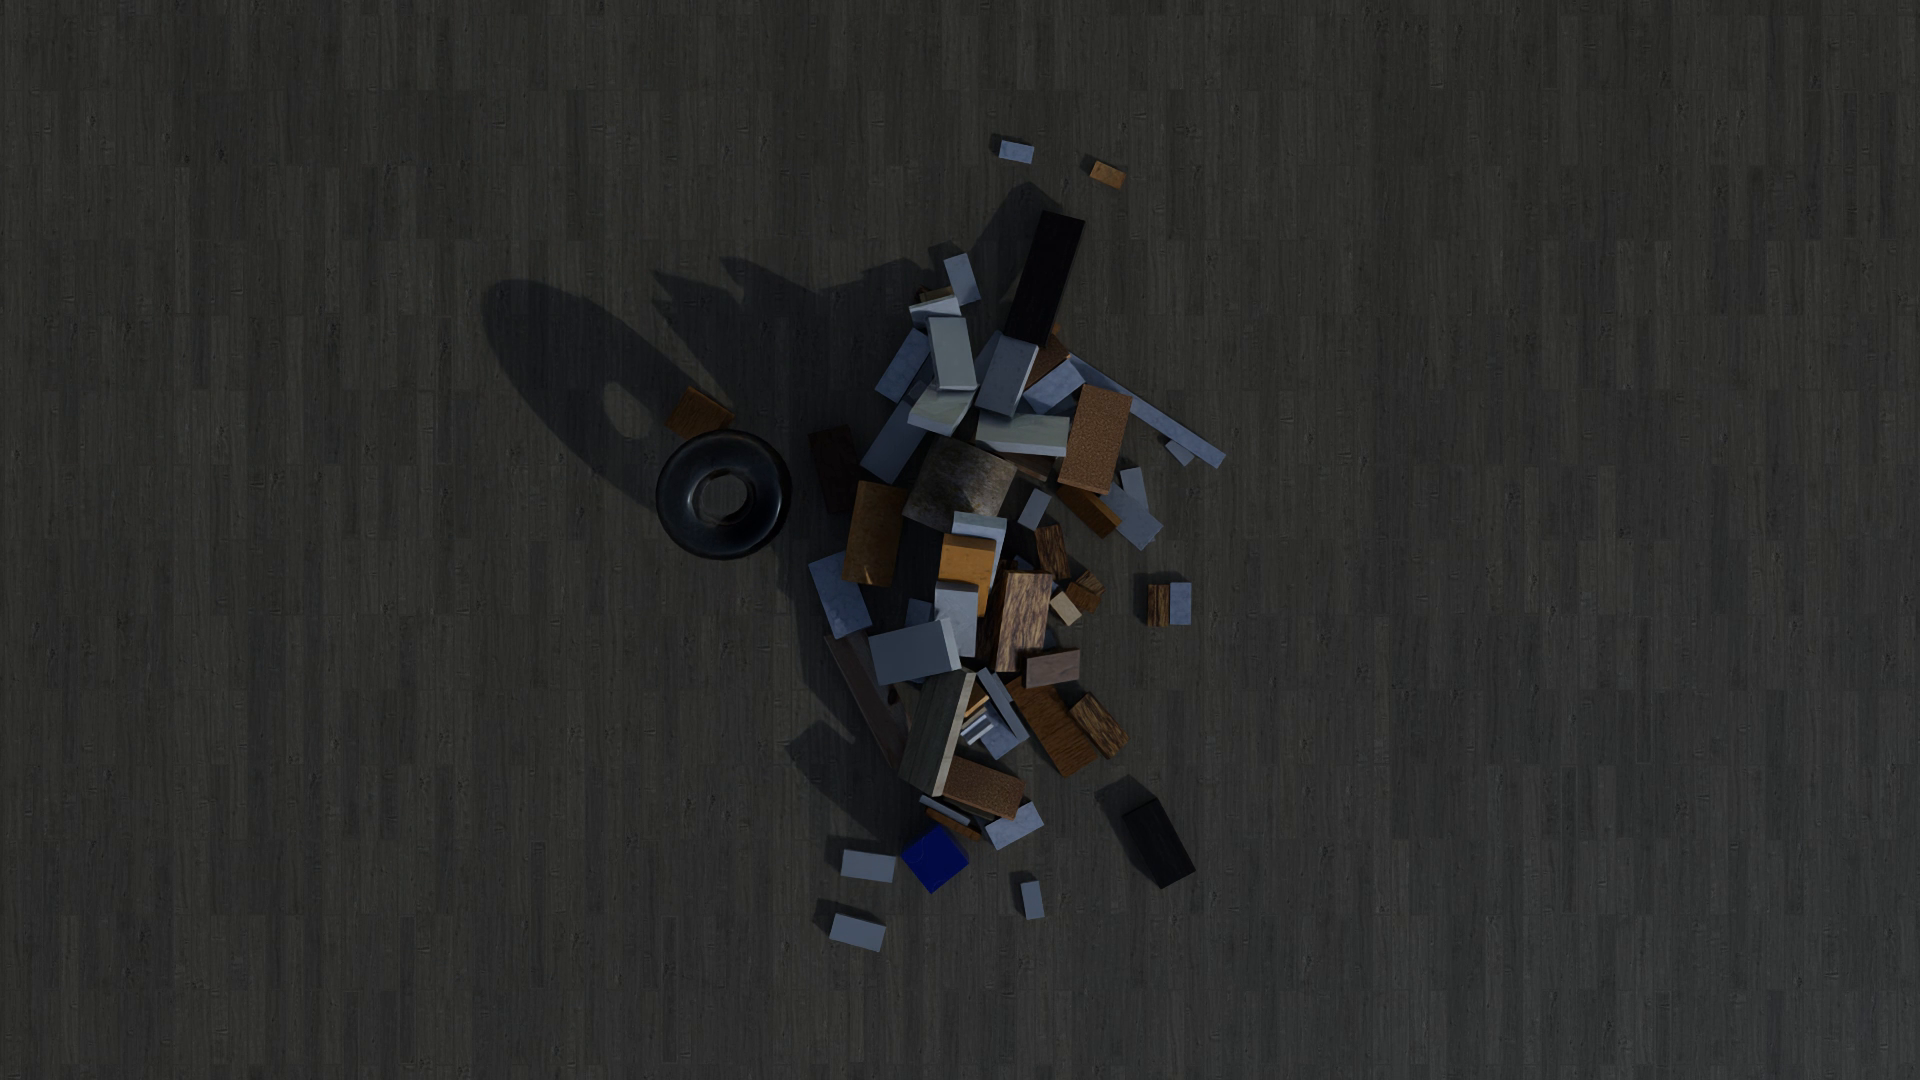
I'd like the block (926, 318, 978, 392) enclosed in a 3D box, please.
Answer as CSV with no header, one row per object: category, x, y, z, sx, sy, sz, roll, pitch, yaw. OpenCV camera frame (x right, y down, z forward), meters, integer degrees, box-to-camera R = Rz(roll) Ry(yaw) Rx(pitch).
block,-0.028,-0.610,5.419,0.128,0.036,0.256,-2,68,-19

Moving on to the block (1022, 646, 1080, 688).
block,0.299,0.420,5.424,0.208,0.029,0.104,-7,107,-29

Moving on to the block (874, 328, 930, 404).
block,-0.180,-0.576,5.461,0.091,0.026,0.241,32,91,4

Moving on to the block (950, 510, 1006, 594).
block,0.041,0.044,5.238,0.165,0.330,0.047,8,49,-3

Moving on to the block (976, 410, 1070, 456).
block,0.204,-0.348,5.380,0.295,0.042,0.148,5,46,5

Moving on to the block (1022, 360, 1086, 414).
block,0.308,-0.500,5.429,0.191,0.027,0.095,-38,91,2

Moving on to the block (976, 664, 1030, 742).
block,0.140,0.537,5.433,0.038,0.135,0.269,-32,90,0

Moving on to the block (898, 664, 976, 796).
block,-0.076,0.602,5.362,0.166,0.047,0.428,24,103,40

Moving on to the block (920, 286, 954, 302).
block,-0.075,-0.803,5.476,0.112,0.016,0.056,-15,90,0

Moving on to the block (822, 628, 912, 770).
block,-0.281,0.513,5.481,0.136,0.039,0.499,-27,90,0

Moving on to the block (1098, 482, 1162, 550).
block,0.553,-0.079,5.465,0.222,0.031,0.111,42,95,4

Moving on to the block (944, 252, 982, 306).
block,0.008,-0.866,5.489,0.081,0.023,0.161,-18,90,0

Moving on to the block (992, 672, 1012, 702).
block,0.140,0.486,5.473,0.016,0.055,0.110,-32,90,0

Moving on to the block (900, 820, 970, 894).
block,-0.082,1.035,5.421,0.159,0.159,0.159,-39,90,0

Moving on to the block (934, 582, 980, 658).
block,-0.013,0.257,5.308,0.136,0.039,0.273,5,128,4

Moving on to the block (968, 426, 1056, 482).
block,0.174,-0.297,5.444,0.281,0.029,0.104,25,59,1

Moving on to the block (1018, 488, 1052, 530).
block,0.247,-0.101,5.476,0.065,0.018,0.130,27,77,-1

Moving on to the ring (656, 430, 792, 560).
ring,-0.765,-0.144,5.361,0.448,0.149,0.448,-7,114,-16

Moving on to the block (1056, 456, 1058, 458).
block,0.292,-0.335,5.479,0.130,0.018,0.065,43,105,-3

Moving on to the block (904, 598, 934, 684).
block,-0.139,0.331,5.435,0.037,0.132,0.265,10,90,-35

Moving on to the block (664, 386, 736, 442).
block,-0.855,-0.395,5.423,0.154,0.154,0.154,33,90,0

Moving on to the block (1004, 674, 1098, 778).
block,0.304,0.601,5.481,0.135,0.038,0.368,-32,90,0

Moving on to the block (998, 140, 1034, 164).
block,0.188,-1.292,5.492,0.110,0.016,0.055,11,90,0

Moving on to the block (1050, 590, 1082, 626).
block,0.345,0.223,5.442,0.059,0.017,0.117,-40,115,0

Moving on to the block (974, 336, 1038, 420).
block,0.153,-0.536,5.418,0.128,0.036,0.256,18,81,17

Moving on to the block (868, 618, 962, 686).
block,-0.149,0.364,5.337,0.331,0.047,0.166,-16,86,41

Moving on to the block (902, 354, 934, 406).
block,-0.140,-0.539,5.487,0.091,0.026,0.183,15,90,0

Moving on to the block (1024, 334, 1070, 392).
block,0.260,-0.586,5.441,0.191,0.027,0.095,-37,72,1

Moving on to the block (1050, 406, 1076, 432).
block,0.325,-0.446,5.489,0.351,0.023,0.081,40,90,0

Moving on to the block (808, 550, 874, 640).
block,-0.395,0.181,5.459,0.132,0.037,0.265,-21,80,0

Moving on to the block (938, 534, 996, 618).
block,0.015,0.115,5.248,0.165,0.334,0.047,8,49,0

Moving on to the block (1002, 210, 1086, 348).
block,0.280,-0.861,5.446,0.148,0.042,0.438,17,85,12

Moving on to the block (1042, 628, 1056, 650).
block,0.255,0.345,5.492,0.117,0.017,0.059,-23,90,0

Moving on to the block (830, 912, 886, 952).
block,-0.340,1.304,5.488,0.173,0.024,0.086,15,90,0

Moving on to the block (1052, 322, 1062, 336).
block,0.283,-0.677,5.475,0.055,0.016,0.110,33,91,1

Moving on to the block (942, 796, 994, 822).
block,0.039,0.858,5.470,0.178,0.025,0.089,21,67,0

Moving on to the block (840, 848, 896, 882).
block,-0.305,1.083,5.488,0.173,0.024,0.086,8,90,0

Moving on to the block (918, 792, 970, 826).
block,-0.050,0.888,5.455,0.178,0.089,0.025,28,90,0

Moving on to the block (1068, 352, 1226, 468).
block,0.552,-0.468,5.483,0.757,0.016,0.056,33,90,1
